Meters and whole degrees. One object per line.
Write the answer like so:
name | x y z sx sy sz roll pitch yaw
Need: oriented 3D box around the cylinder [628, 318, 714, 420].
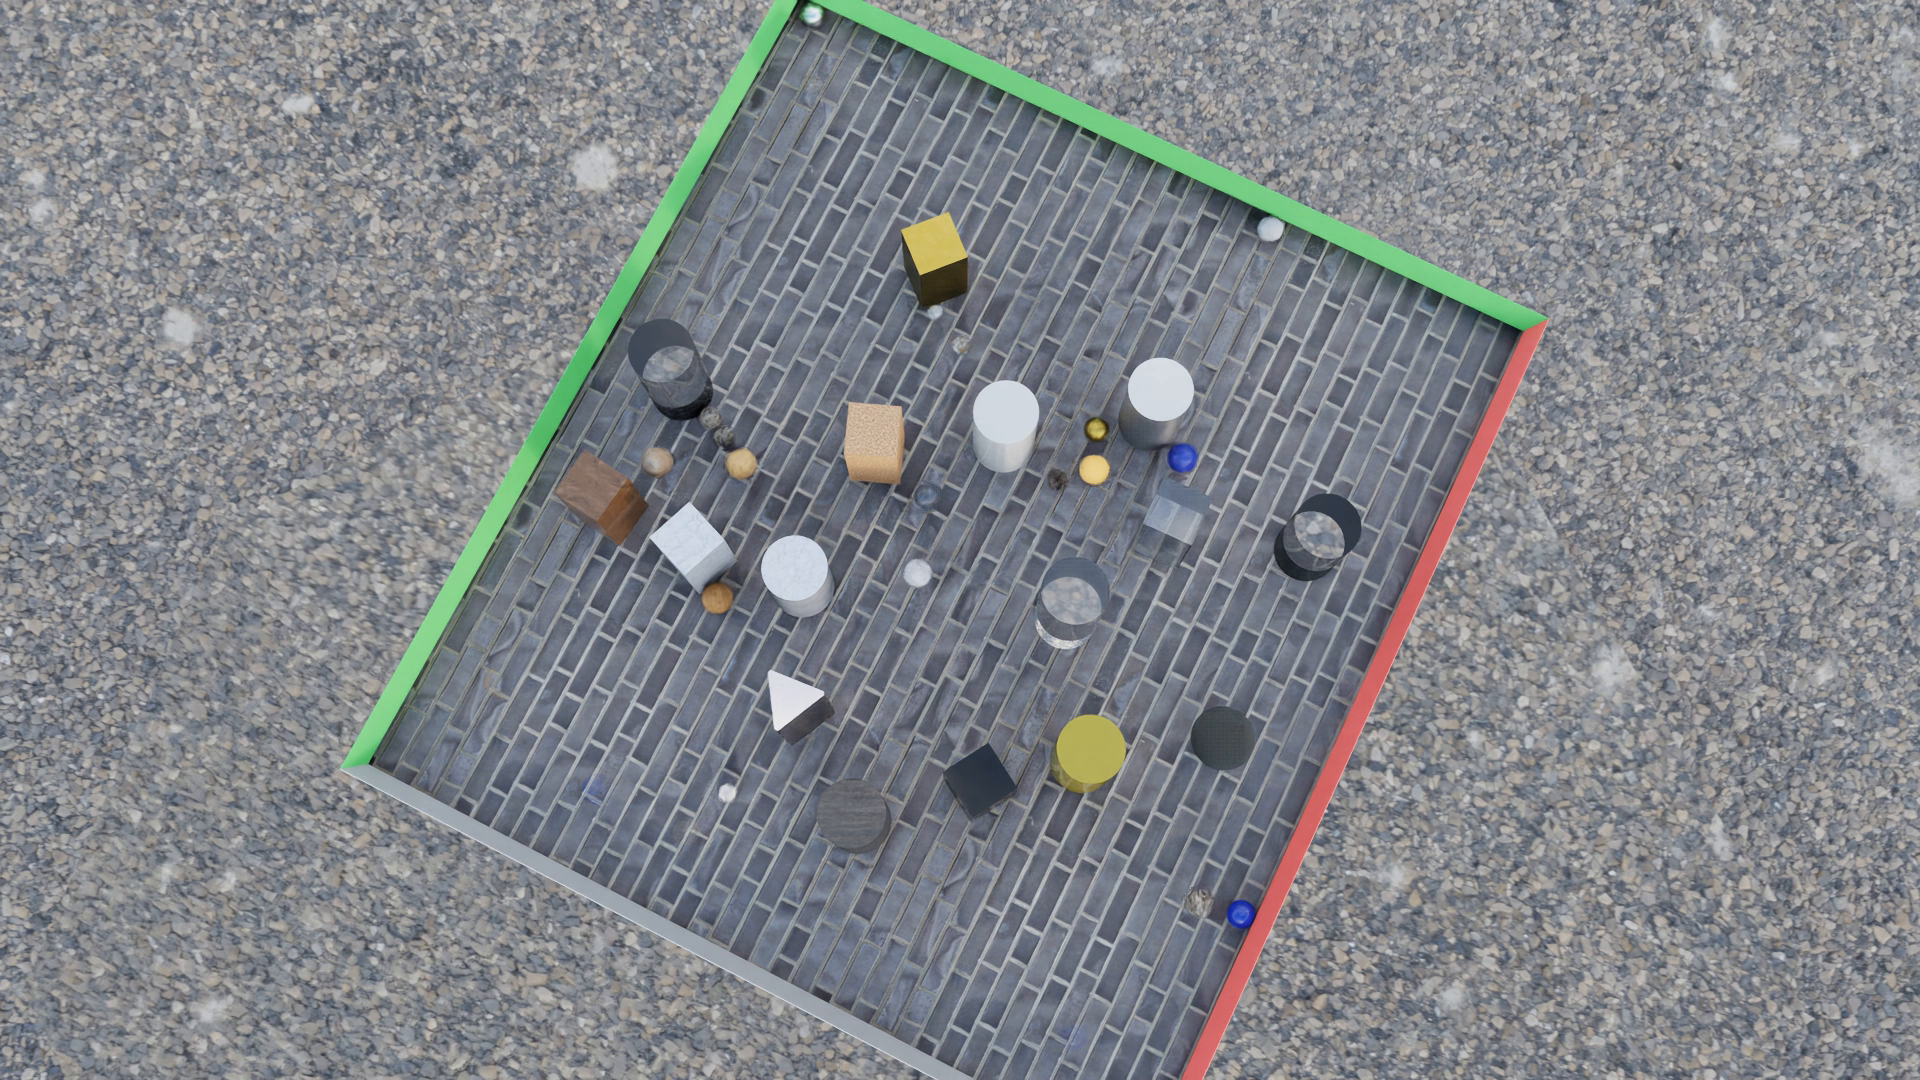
cylinder | -0.865 -0.507 5.508 0.192 0.417 0.192 0 78 0

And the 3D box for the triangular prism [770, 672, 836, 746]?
triangular prism | -0.485 0.464 5.287 0.167 0.458 0.144 -37 81 -7

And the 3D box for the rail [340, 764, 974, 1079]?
rail | -0.628 1.236 5.296 2.625 0.125 0.045 26 80 5

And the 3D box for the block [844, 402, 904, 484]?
block | -0.254 -0.287 5.502 0.154 0.340 0.154 5 78 1

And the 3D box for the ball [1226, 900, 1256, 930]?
ball | 0.820 1.093 5.347 0.084 0.084 0.084 0 78 0

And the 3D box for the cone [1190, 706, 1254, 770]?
cone | 0.788 0.554 5.298 0.192 0.399 0.192 0 78 0

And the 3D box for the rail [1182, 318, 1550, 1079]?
rail | 1.153 0.571 5.434 0.045 0.125 2.854 26 80 5

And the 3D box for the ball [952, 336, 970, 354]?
ball | 0.001 -0.605 5.713 0.056 0.056 0.056 0 78 0

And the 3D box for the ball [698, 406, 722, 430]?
ball | -0.771 -0.376 5.658 0.072 0.072 0.072 0 78 0

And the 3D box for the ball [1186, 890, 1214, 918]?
ball | 0.701 1.062 5.355 0.081 0.081 0.081 0 78 0

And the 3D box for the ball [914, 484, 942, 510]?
ball | -0.099 -0.132 5.601 0.084 0.084 0.084 0 78 0

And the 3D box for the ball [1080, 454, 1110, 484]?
ball | 0.411 -0.216 5.614 0.092 0.092 0.092 0 78 0

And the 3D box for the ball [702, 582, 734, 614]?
ball | -0.731 0.173 5.532 0.096 0.096 0.096 0 78 0

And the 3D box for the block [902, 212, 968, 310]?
block | -0.077 -0.854 5.632 0.154 0.316 0.154 -21 79 -4

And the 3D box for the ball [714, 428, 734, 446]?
ball | -0.728 -0.318 5.651 0.061 0.061 0.061 0 78 0

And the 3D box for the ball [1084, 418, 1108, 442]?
ball | 0.420 -0.341 5.648 0.076 0.076 0.076 0 78 0

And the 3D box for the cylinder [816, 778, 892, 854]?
cylinder | -0.300 0.794 5.248 0.192 0.400 0.192 0 78 0

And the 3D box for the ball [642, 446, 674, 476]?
ball | -0.926 -0.240 5.619 0.093 0.093 0.093 0 78 0

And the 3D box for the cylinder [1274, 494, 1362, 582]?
cylinder | 1.056 -0.004 5.434 0.192 0.359 0.192 0 78 0

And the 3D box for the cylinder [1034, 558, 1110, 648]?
cylinder | 0.322 0.189 5.337 0.192 0.471 0.192 0 78 0

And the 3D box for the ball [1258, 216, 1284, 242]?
ball | 0.979 -0.981 5.778 0.080 0.080 0.080 0 78 0

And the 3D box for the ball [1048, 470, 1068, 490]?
ball | 0.301 -0.185 5.624 0.061 0.061 0.061 0 78 0

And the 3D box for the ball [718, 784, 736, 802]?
ball | -0.689 0.749 5.435 0.052 0.052 0.052 0 78 0

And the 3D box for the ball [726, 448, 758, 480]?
ball | -0.669 -0.233 5.616 0.095 0.095 0.095 0 78 0

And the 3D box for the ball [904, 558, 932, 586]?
ball | -0.128 0.099 5.553 0.084 0.084 0.084 0 78 0

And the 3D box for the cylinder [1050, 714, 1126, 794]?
cylinder | 0.364 0.621 5.283 0.192 0.401 0.192 0 78 0

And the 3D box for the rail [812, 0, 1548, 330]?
rail | 0.628 -1.223 5.805 2.625 0.125 0.045 26 80 5

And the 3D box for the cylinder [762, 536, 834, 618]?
cylinder | -0.478 0.111 5.441 0.192 0.299 0.192 0 78 0

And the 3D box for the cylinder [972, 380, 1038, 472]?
cylinder | 0.134 -0.337 5.508 0.192 0.350 0.192 0 78 0

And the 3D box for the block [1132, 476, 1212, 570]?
block | 0.625 -0.047 5.437 0.154 0.370 0.154 25 79 5

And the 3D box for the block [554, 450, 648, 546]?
block | -1.064 -0.121 5.458 0.154 0.360 0.154 33 80 6

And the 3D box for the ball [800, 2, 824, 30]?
ball | -0.479 -1.695 5.925 0.083 0.083 0.083 0 78 0

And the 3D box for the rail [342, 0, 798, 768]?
rail | -1.153 -0.558 5.667 0.045 0.125 2.854 26 80 5

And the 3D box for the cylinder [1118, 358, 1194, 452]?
cylinder | 0.587 -0.405 5.522 0.192 0.349 0.192 0 78 0

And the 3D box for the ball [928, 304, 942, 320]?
ball | -0.079 -0.715 5.742 0.045 0.045 0.045 0 78 0

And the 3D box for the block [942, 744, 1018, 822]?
block | 0.057 0.708 5.318 0.154 0.297 0.154 -32 80 -6

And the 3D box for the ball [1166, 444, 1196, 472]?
ball | 0.680 -0.251 5.622 0.091 0.091 0.091 0 78 0

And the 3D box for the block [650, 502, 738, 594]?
block | -0.789 0.028 5.448 0.154 0.318 0.154 -42 81 -8
